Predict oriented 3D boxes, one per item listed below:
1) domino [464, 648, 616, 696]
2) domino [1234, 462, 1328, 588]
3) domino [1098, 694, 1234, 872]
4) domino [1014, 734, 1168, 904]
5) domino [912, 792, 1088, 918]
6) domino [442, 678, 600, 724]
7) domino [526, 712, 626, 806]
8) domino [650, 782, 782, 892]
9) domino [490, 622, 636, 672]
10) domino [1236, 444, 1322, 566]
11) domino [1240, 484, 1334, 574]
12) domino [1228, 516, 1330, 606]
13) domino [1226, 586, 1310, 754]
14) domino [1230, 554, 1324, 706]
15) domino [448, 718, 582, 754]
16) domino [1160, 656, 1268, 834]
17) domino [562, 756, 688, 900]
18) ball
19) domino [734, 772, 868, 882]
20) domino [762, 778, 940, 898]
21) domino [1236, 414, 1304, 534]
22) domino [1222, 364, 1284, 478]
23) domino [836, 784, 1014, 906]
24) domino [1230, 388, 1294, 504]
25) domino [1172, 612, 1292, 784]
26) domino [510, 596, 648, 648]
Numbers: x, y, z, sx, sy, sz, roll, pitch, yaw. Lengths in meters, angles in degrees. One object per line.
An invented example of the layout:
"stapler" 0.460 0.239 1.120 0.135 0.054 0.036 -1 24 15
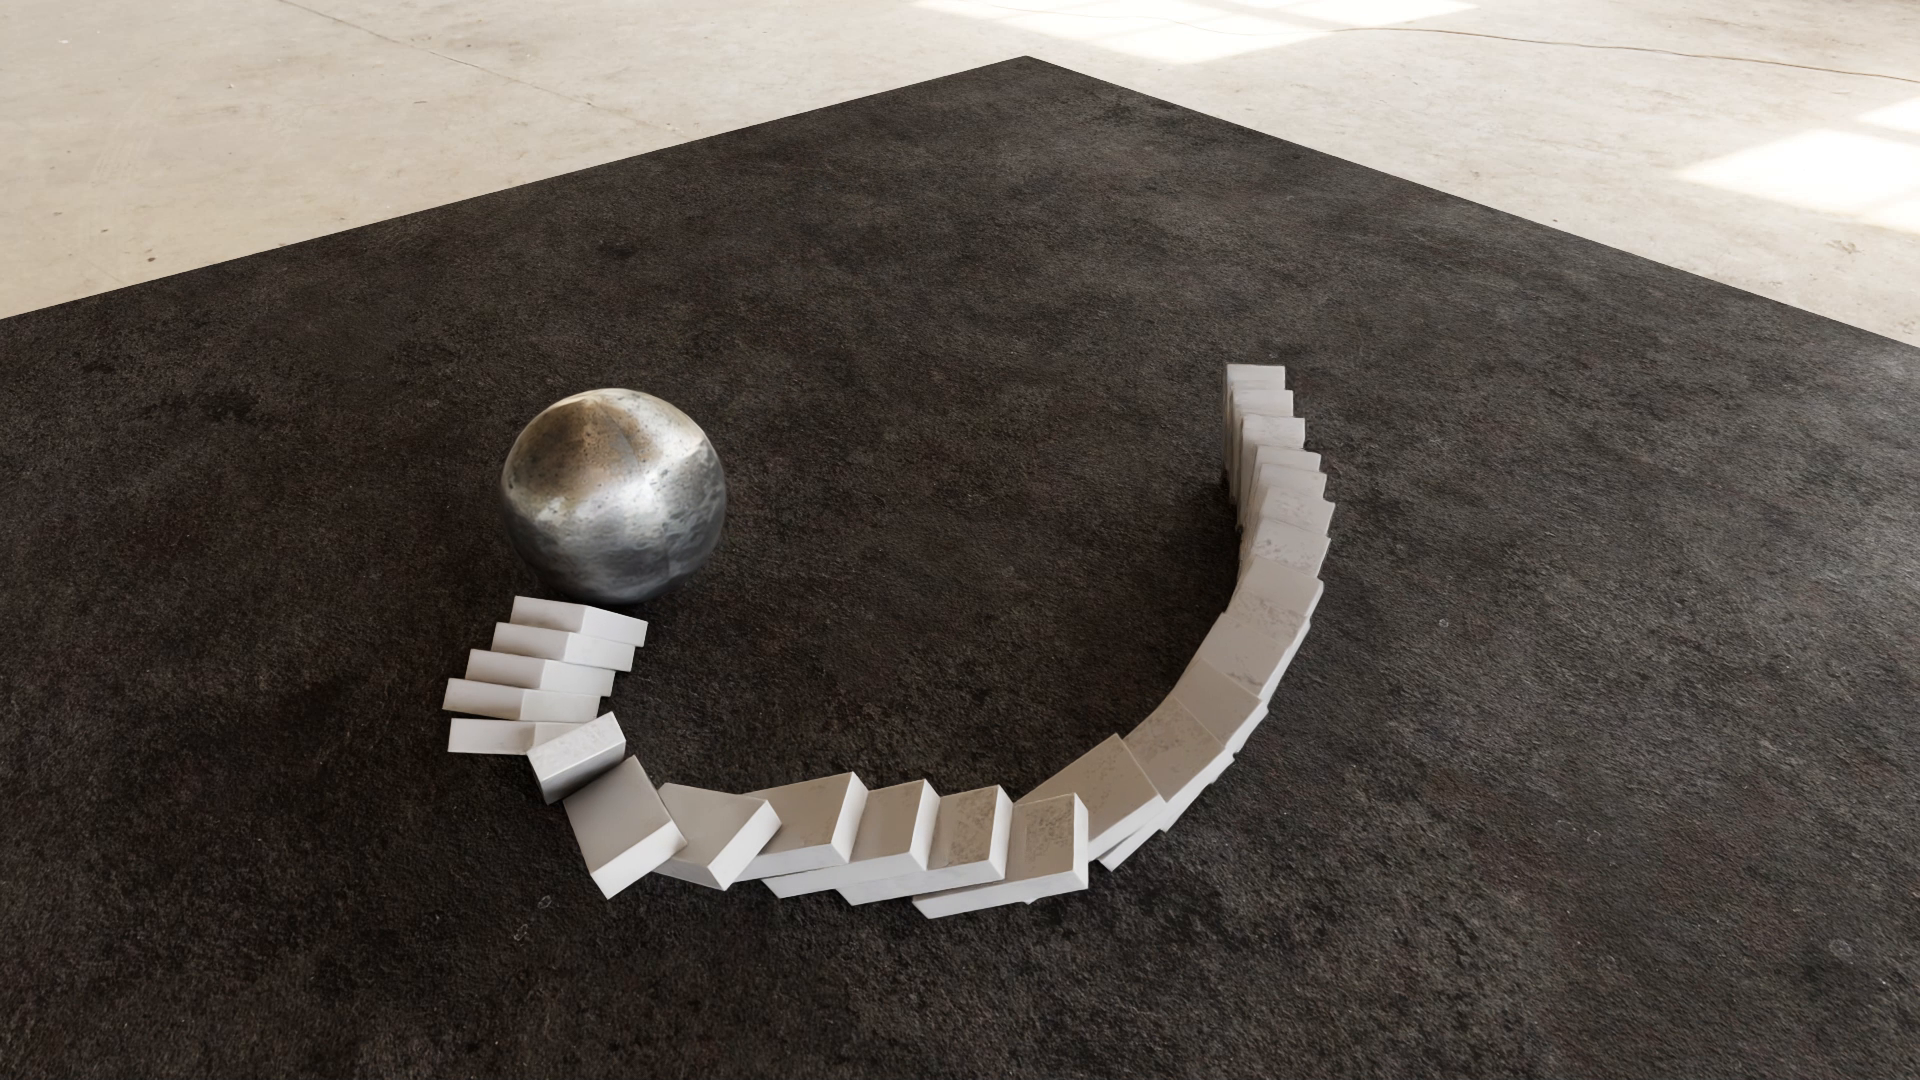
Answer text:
"domino" -0.137 0.044 0.362 0.025 0.050 0.010 7 81 8
"domino" 0.124 -0.004 0.426 0.025 0.010 0.050 13 73 13
"domino" 0.056 0.074 0.335 0.050 0.010 0.025 -42 48 -1
"domino" 0.033 0.082 0.326 0.050 0.009 0.025 -35 45 1
"domino" 0.012 0.091 0.315 0.050 0.010 0.025 -19 37 22
"domino" -0.139 0.052 0.353 0.025 0.050 0.009 7 81 9
"domino" -0.115 0.067 0.332 0.025 0.050 0.009 -25 79 -25
"domino" -0.078 0.086 0.321 0.050 0.009 0.025 -3 32 41
"domino" -0.133 0.037 0.371 0.025 0.050 0.010 7 81 8
"domino" 0.128 -0.012 0.440 0.025 0.009 0.050 10 70 12
"domino" 0.121 0.007 0.413 0.025 0.009 0.050 18 75 14
"domino" 0.113 0.019 0.399 0.025 0.009 0.050 21 76 17
"domino" 0.094 0.043 0.371 0.025 0.010 0.050 27 78 29
"domino" 0.104 0.033 0.384 0.025 0.010 0.050 24 77 26
"domino" -0.134 0.061 0.341 0.025 0.050 0.010 2 80 2
"domino" 0.070 0.064 0.346 0.050 0.010 0.025 -48 53 -6
"domino" -0.099 0.083 0.324 0.025 0.010 0.050 -32 24 -18
"ball" -0.127 -0.016 0.407 0.080 0.080 0.080 0 39 0
"domino" -0.053 0.085 0.323 0.050 0.010 0.025 -16 33 24
"domino" -0.032 0.087 0.320 0.050 0.009 0.025 -17 34 23
"domino" 0.129 -0.027 0.457 0.025 0.009 0.050 5 71 6
"domino" 0.130 -0.052 0.486 0.025 0.009 0.050 3 74 4
"domino" -0.010 0.088 0.318 0.050 0.009 0.025 -17 35 23
"domino" 0.129 -0.040 0.472 0.025 0.009 0.050 3 72 4
"domino" 0.084 0.051 0.360 0.025 0.010 0.050 29 79 29
"domino" -0.131 0.029 0.381 0.025 0.050 0.009 7 81 8
